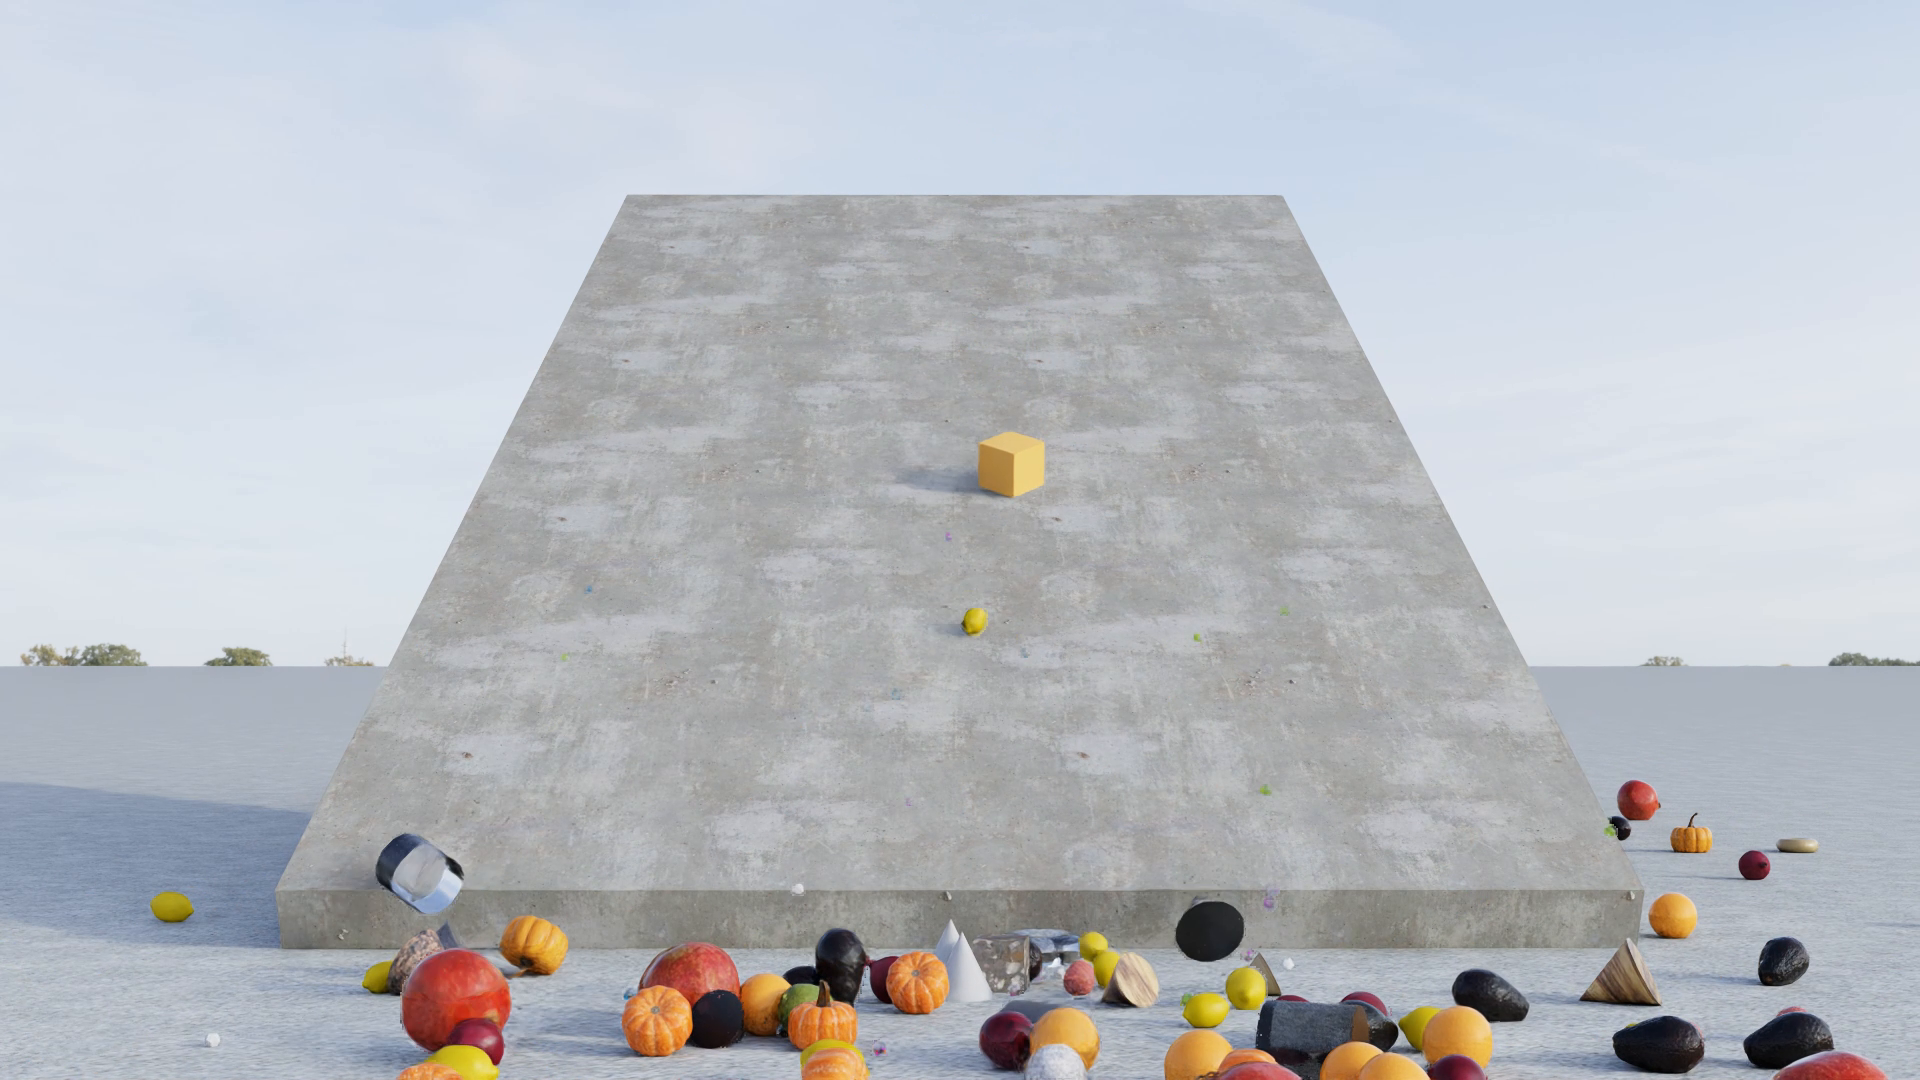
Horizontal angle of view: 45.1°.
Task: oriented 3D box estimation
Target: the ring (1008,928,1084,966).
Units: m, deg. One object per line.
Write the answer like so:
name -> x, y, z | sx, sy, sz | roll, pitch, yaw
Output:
ring -> 0.113, 0.574, 3.255 | 0.126, 0.042, 0.126 | 0, -1, 0

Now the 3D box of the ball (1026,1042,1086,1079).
ball -> 0.092, 0.513, 2.222 | 0.057, 0.057, 0.057 | 0, -3, 0

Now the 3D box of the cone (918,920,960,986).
cone -> -0.013, 0.542, 3.054 | 0.085, 0.085, 0.085 | 0, -3, 0

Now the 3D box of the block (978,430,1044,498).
block -> 0.107, -0.159, 4.826 | 0.097, 0.097, 0.097 | 19, 30, 38

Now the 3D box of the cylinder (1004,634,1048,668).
cylinder -> 0.117, 0.207, 4.090 | 0.078, 0.078, 0.078 | -1, -1, 0

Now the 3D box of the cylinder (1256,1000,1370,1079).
cylinder -> 0.345, 0.498, 2.257 | 0.091, 0.091, 0.091 | -1, -3, 22

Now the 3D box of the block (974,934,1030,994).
block -> 0.054, 0.549, 2.995 | 0.066, 0.066, 0.066 | 0, -3, 8

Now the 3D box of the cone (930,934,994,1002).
cone -> 0.003, 0.537, 2.924 | 0.082, 0.082, 0.082 | 0, -3, 0

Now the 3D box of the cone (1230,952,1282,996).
cone -> 0.368, 0.565, 2.940 | 0.060, 0.060, 0.060 | -32, -4, 1

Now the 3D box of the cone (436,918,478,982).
cone -> -0.701, 0.564, 3.060 | 0.092, 0.092, 0.092 | -27, 3, -12

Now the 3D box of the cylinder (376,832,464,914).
cylinder -> -0.778, 0.479, 3.325 | 0.088, 0.088, 0.088 | 25, 13, 37

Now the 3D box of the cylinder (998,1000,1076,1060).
cylinder -> 0.082, 0.524, 2.465 | 0.061, 0.061, 0.061 | -2, -4, 36

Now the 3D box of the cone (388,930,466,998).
cone -> -0.660, 0.558, 2.935 | 0.092, 0.092, 0.092 | 28, 8, 21

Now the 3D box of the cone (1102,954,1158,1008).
cone -> 0.197, 0.559, 2.871 | 0.070, 0.070, 0.070 | 3, -31, -43

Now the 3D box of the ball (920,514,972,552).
ball -> -0.028, -0.001, 4.565 | 0.100, 0.100, 0.100 | 0, -3, 0

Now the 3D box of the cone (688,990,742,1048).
cone -> -0.257, 0.545, 2.575 | 0.067, 0.067, 0.067 | -1, -30, 25

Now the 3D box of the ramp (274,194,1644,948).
ramp -> -0.007, -0.225, 5.235 | 2.000, 0.100, 4.000 | 0, 23, 0

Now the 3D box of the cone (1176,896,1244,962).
cone -> 0.345, 0.531, 3.289 | 0.098, 0.098, 0.098 | 0, 21, -8
